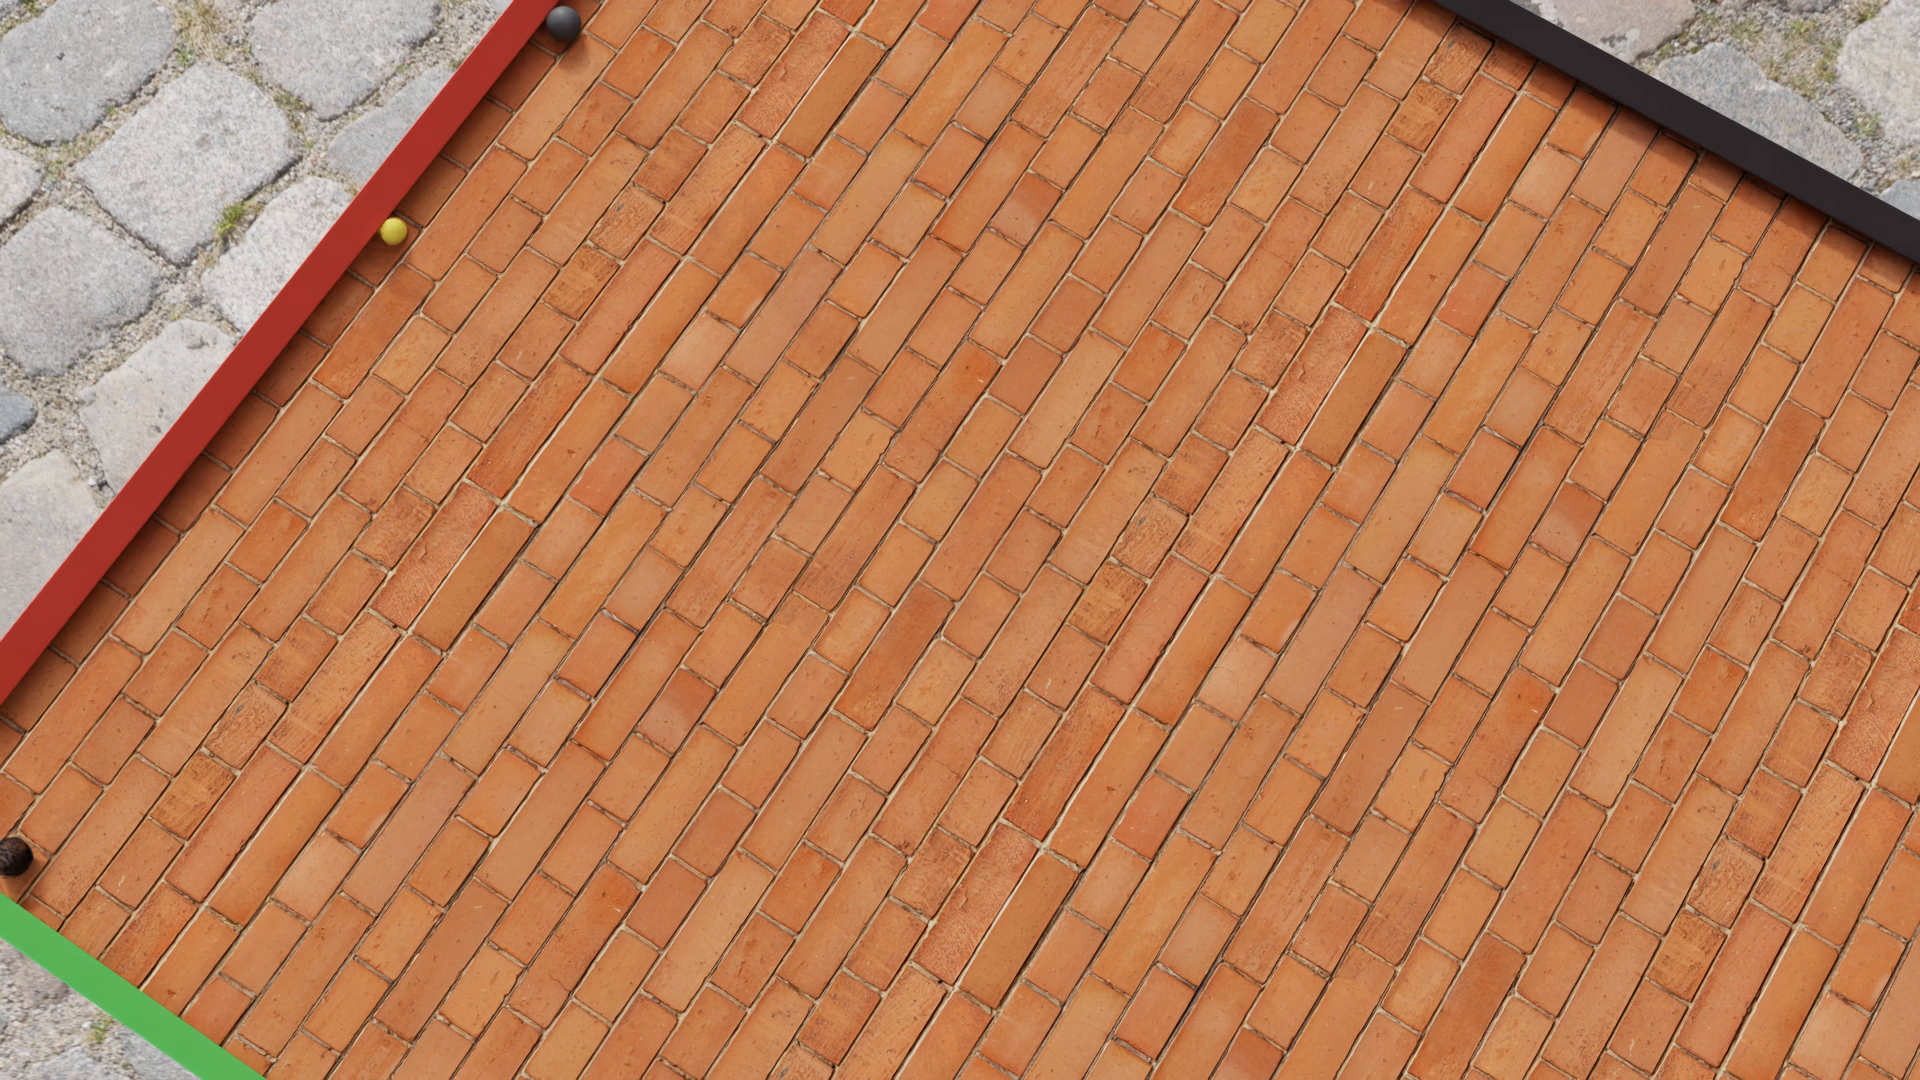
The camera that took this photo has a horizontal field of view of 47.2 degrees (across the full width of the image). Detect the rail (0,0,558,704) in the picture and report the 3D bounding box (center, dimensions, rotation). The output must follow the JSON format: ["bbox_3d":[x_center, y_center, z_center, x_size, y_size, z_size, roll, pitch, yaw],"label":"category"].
[{"bbox_3d":[-0.922,-0.568,3.570,0.045,0.077,2.532,31,75,9],"label":"rail"}]

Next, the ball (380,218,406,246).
[{"bbox_3d":[-0.920,-0.500,3.567,0.043,0.043,0.043,0,72,0],"label":"ball"}]

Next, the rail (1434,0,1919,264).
[{"bbox_3d":[1.613,-0.425,3.525,4.478,0.077,0.045,31,75,9],"label":"rail"}]

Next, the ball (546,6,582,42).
[{"bbox_3d":[-0.662,-0.862,3.674,0.058,0.058,0.058,0,72,0],"label":"ball"}]

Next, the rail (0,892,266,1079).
[{"bbox_3d":[0.271,1.568,2.890,4.478,0.077,0.045,31,75,9],"label":"rail"}]

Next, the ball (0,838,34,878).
[{"bbox_3d":[-1.402,0.469,3.250,0.059,0.059,0.059,0,72,0],"label":"ball"}]
